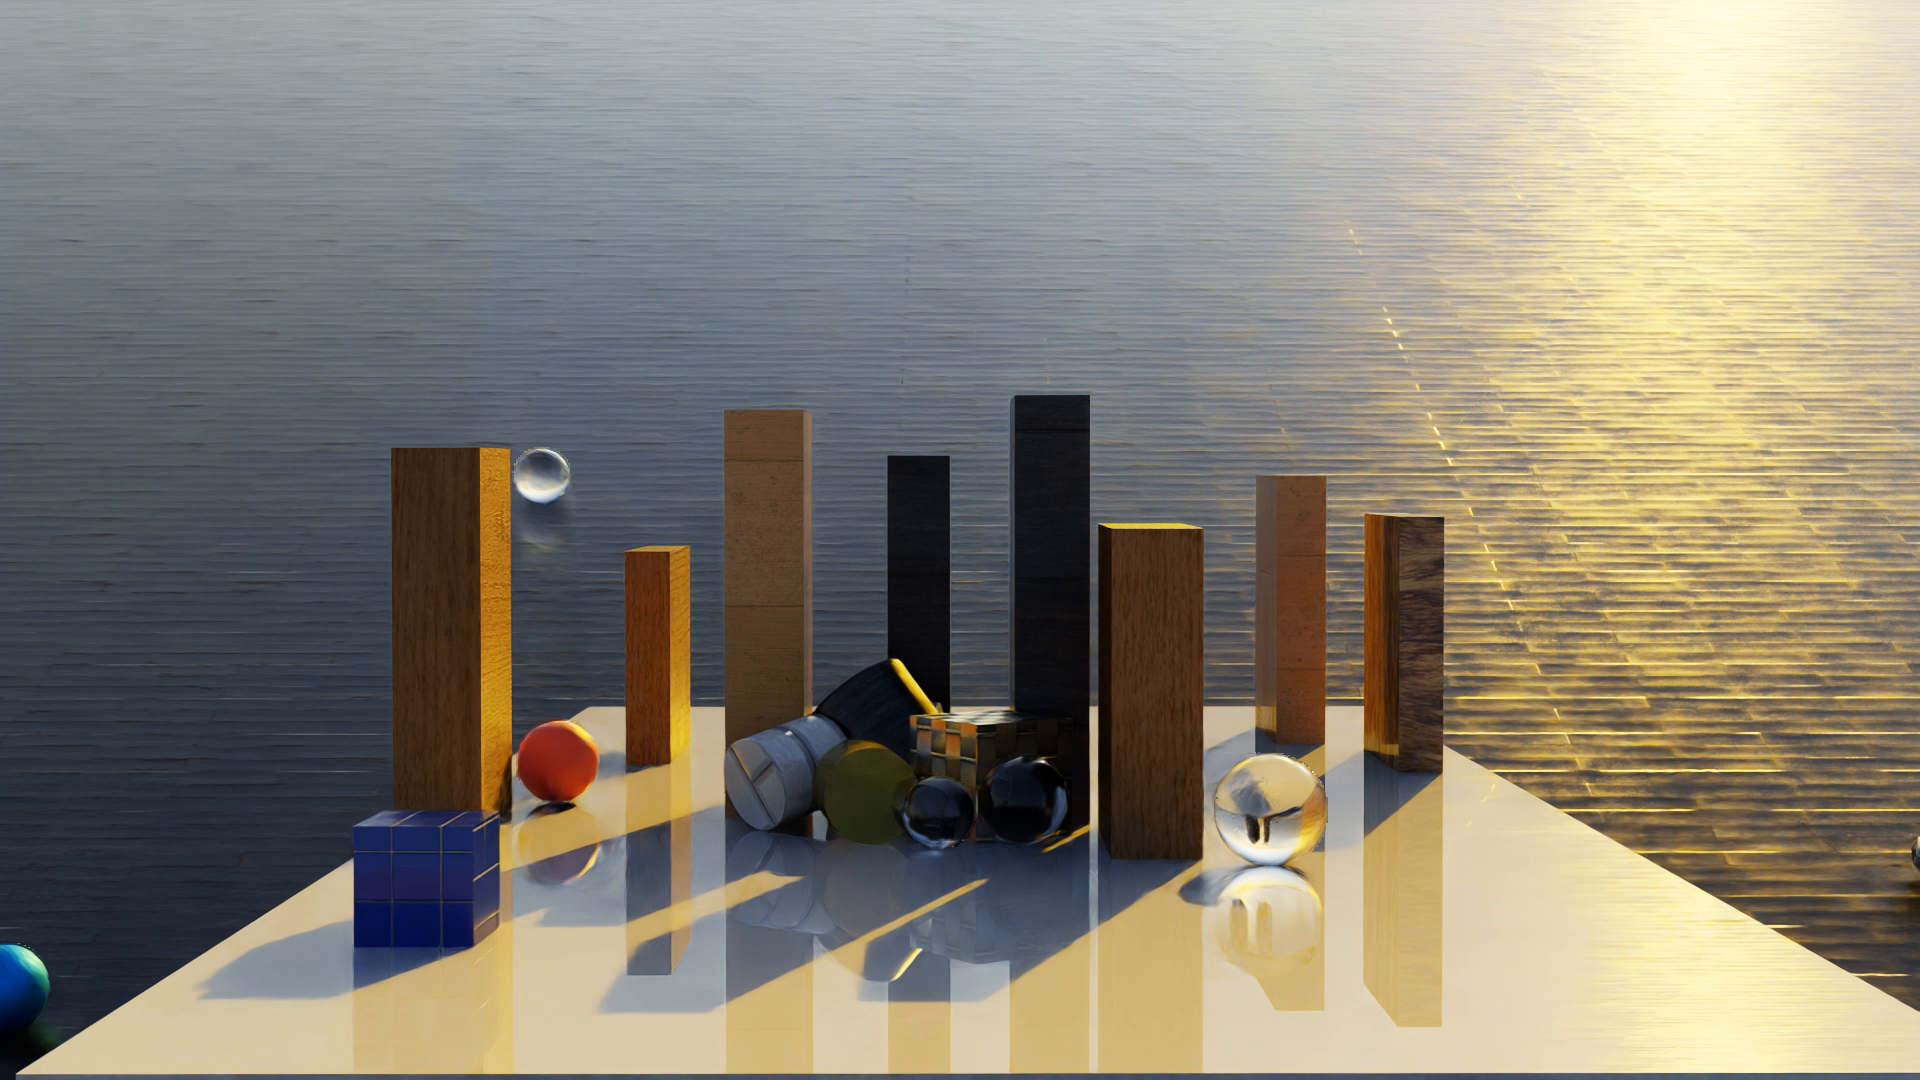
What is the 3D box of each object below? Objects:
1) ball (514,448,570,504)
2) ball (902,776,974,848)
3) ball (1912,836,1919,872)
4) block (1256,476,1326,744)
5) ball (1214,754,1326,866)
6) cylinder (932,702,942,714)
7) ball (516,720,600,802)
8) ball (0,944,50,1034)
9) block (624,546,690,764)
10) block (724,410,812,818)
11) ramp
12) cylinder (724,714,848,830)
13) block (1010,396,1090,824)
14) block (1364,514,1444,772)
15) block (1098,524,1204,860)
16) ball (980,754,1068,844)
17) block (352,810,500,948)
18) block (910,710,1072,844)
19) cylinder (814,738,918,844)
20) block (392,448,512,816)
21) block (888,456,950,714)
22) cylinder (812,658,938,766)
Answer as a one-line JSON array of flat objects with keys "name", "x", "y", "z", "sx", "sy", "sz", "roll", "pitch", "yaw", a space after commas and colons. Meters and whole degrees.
[{"name": "ball", "x": -1.275, "y": -0.194, "z": 7.869, "sx": 0.169, "sy": 0.169, "sz": 0.169, "roll": 0, "pitch": 26, "yaw": 0}, {"name": "ball", "x": -0.035, "y": 0.433, "z": 4.096, "sx": 0.114, "sy": 0.114, "sz": 0.114, "roll": 0, "pitch": 26, "yaw": 0}, {"name": "ball", "x": 2.276, "y": 0.731, "z": 5.991, "sx": 0.122, "sy": 0.122, "sz": 0.122, "roll": 0, "pitch": 26, "yaw": 0}, {"name": "block", "x": 0.747, "y": 0.148, "z": 5.847, "sx": 0.107, "sy": 0.588, "sz": 0.397, "roll": 0, "pitch": 2, "yaw": 0}, {"name": "ball", "x": 0.469, "y": 0.409, "z": 3.909, "sx": 0.170, "sy": 0.170, "sz": 0.170, "roll": 0, "pitch": 26, "yaw": 0}, {"name": "cylinder", "x": -0.132, "y": 0.382, "z": 4.614, "sx": 0.187, "sy": 0.187, "sz": 0.187, "roll": 1, "pitch": 26, "yaw": 8}, {"name": "ball", "x": -0.728, "y": 0.401, "z": 4.669, "sx": 0.147, "sy": 0.147, "sz": 0.147, "roll": 0, "pitch": 26, "yaw": 0}, {"name": "ball", "x": -2.027, "y": 0.949, "z": 5.460, "sx": 0.188, "sy": 0.188, "sz": 0.188, "roll": 0, "pitch": 26, "yaw": 0}, {"name": "block", "x": -0.639, "y": 0.236, "z": 5.475, "sx": 0.092, "sy": 0.435, "sz": 0.393, "roll": 0, "pitch": 2, "yaw": 0}, {"name": "block", "x": -0.337, "y": 0.125, "z": 4.572, "sx": 0.136, "sy": 0.705, "sz": 0.254, "roll": 0, "pitch": 2, "yaw": 0}, {"name": "ramp", "x": 0.058, "y": 0.527, "z": 4.564, "sx": 2.000, "sy": 0.100, "sz": 4.000, "roll": 0, "pitch": 2, "yaw": 0}, {"name": "cylinder", "x": -0.287, "y": 0.389, "z": 4.341, "sx": 0.158, "sy": 0.158, "sz": 0.158, "roll": -18, "pitch": 31, "yaw": -42}, {"name": "block", "x": 0.156, "y": 0.113, "z": 4.574, "sx": 0.127, "sy": 0.727, "sz": 0.420, "roll": 0, "pitch": 2, "yaw": 0}, {"name": "block", "x": 0.915, "y": 0.202, "z": 5.332, "sx": 0.088, "sy": 0.508, "sz": 0.438, "roll": 0, "pitch": 2, "yaw": 0}, {"name": "block", "x": 0.304, "y": 0.232, "z": 4.156, "sx": 0.142, "sy": 0.510, "sz": 0.372, "roll": 0, "pitch": 2, "yaw": 0}, {"name": "ball", "x": 0.101, "y": 0.412, "z": 4.094, "sx": 0.142, "sy": 0.142, "sz": 0.142, "roll": 0, "pitch": 26, "yaw": 0}, {"name": "block", "x": -0.685, "y": 0.434, "z": 3.321, "sx": 0.152, "sy": 0.152, "sz": 0.152, "roll": 0, "pitch": 2, "yaw": 2}, {"name": "block", "x": 0.051, "y": 0.389, "z": 4.263, "sx": 0.193, "sy": 0.193, "sz": 0.193, "roll": -1, "pitch": 2, "yaw": -35}, {"name": "cylinder", "x": -0.154, "y": 0.409, "z": 4.210, "sx": 0.156, "sy": 0.156, "sz": 0.156, "roll": -5, "pitch": 2, "yaw": -9}, {"name": "block", "x": -0.872, "y": 0.162, "z": 4.443, "sx": 0.147, "sy": 0.638, "sz": 0.292, "roll": 0, "pitch": 2, "yaw": 0}, {"name": "block", "x": -0.075, "y": 0.156, "z": 4.840, "sx": 0.114, "sy": 0.627, "sz": 0.275, "roll": 0, "pitch": 2, "yaw": 0}, {"name": "cylinder", "x": -0.125, "y": 0.342, "z": 4.424, "sx": 0.197, "sy": 0.197, "sz": 0.197, "roll": -23, "pitch": 68, "yaw": -39}]
